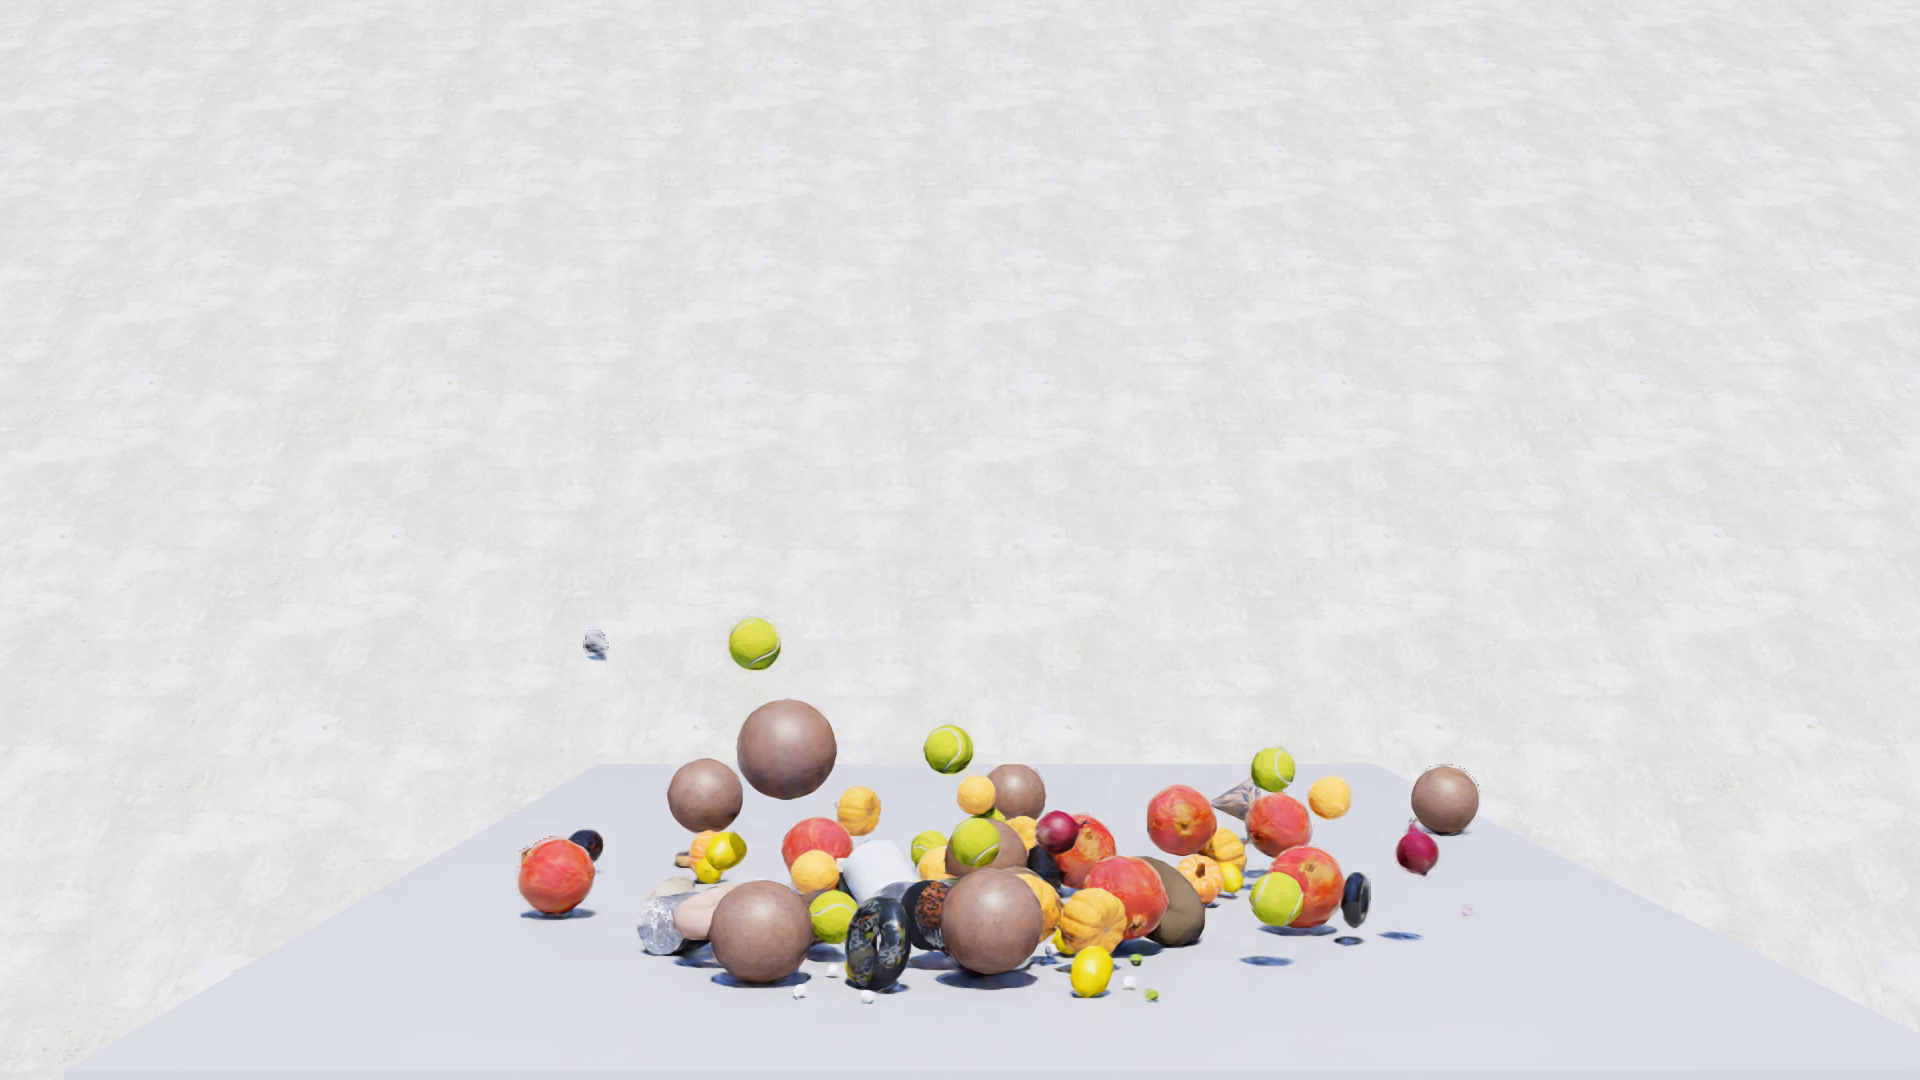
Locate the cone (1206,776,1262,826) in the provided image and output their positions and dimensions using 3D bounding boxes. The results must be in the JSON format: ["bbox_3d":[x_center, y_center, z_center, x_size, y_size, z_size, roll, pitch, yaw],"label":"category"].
[{"bbox_3d":[0.501,0.487,4.799,0.096,0.096,0.096,-3,31,-5],"label":"cone"}]

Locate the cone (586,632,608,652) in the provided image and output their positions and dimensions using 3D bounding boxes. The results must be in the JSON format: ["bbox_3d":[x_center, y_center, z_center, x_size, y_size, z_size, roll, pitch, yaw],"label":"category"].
[{"bbox_3d":[-1.003,0.295,7.239,0.061,0.061,0.061,20,36,38],"label":"cone"}]

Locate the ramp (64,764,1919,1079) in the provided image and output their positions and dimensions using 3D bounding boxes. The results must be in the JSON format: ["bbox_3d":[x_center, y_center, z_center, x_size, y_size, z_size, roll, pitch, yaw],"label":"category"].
[{"bbox_3d":[0.069,0.614,4.688,2.000,0.100,4.000,0,0,0],"label":"ramp"}]

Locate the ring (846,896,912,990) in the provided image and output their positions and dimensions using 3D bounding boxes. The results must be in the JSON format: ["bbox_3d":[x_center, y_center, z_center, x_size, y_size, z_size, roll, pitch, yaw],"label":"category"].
[{"bbox_3d":[-0.100,0.495,3.188,0.039,0.116,0.116,13,21,-33],"label":"ring"}]

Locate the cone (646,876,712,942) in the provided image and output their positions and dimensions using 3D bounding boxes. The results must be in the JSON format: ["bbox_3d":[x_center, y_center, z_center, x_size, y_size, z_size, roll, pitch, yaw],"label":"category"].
[{"bbox_3d":[-0.378,0.535,3.619,0.096,0.096,0.096,-27,45,-37],"label":"cone"}]

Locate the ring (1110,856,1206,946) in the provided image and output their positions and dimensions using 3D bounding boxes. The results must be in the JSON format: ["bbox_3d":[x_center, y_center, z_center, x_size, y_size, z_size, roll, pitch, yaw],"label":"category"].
[{"bbox_3d":[0.273,0.498,3.574,0.148,0.049,0.148,28,29,-17],"label":"ring"}]

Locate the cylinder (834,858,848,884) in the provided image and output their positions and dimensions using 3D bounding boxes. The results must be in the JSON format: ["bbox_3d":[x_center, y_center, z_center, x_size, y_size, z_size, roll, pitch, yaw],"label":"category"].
[{"bbox_3d":[-0.155,0.522,3.955,0.070,0.070,0.070,1,31,-9],"label":"cylinder"}]

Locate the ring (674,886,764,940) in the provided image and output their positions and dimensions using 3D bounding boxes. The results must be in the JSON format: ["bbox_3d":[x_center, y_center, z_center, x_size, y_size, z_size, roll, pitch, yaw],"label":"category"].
[{"bbox_3d":[-0.314,0.484,3.370,0.122,0.041,0.122,-13,10,2],"label":"ring"}]

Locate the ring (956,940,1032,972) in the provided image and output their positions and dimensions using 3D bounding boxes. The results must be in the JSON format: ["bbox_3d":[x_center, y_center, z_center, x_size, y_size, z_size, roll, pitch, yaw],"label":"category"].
[{"bbox_3d":[0.044,0.539,3.357,0.098,0.033,0.098,0,-2,0],"label":"ring"}]

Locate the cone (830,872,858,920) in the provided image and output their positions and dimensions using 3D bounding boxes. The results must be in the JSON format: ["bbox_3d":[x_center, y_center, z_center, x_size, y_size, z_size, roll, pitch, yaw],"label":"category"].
[{"bbox_3d":[-0.176,0.524,3.837,0.067,0.067,0.067,0,-1,0],"label":"cone"}]

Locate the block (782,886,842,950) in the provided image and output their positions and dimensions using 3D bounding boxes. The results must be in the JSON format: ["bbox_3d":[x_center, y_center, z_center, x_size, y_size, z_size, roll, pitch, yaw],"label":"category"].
[{"bbox_3d":[-0.199,0.509,3.481,0.062,0.062,0.062,-16,75,-12],"label":"block"}]

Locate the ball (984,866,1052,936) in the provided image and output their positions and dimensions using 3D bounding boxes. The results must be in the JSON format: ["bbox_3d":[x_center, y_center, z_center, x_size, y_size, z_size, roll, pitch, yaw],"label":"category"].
[{"bbox_3d":[0.081,0.509,3.651,0.096,0.096,0.096,0,31,0],"label":"ball"}]

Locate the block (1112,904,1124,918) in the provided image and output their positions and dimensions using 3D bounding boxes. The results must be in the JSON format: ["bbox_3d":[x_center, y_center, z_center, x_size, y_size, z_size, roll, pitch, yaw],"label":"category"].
[{"bbox_3d":[0.263,0.520,3.733,0.061,0.061,0.061,14,-7,-20],"label":"block"}]

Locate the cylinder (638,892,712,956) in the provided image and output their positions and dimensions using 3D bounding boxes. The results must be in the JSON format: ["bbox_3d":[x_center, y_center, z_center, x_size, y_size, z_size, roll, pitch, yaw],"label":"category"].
[{"bbox_3d":[-0.381,0.516,3.489,0.077,0.077,0.077,18,7,27],"label":"cylinder"}]

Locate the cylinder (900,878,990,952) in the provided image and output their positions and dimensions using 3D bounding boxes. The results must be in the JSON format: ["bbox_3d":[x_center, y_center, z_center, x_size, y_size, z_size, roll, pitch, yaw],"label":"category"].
[{"bbox_3d":[-0.020,0.487,3.369,0.091,0.091,0.091,16,1,24],"label":"cylinder"}]

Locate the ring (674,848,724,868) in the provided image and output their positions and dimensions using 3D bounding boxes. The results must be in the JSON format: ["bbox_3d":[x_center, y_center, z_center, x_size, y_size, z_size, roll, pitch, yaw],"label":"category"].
[{"bbox_3d":[-0.450,0.549,4.464,0.084,0.028,0.084,-1,-1,0],"label":"ring"}]
